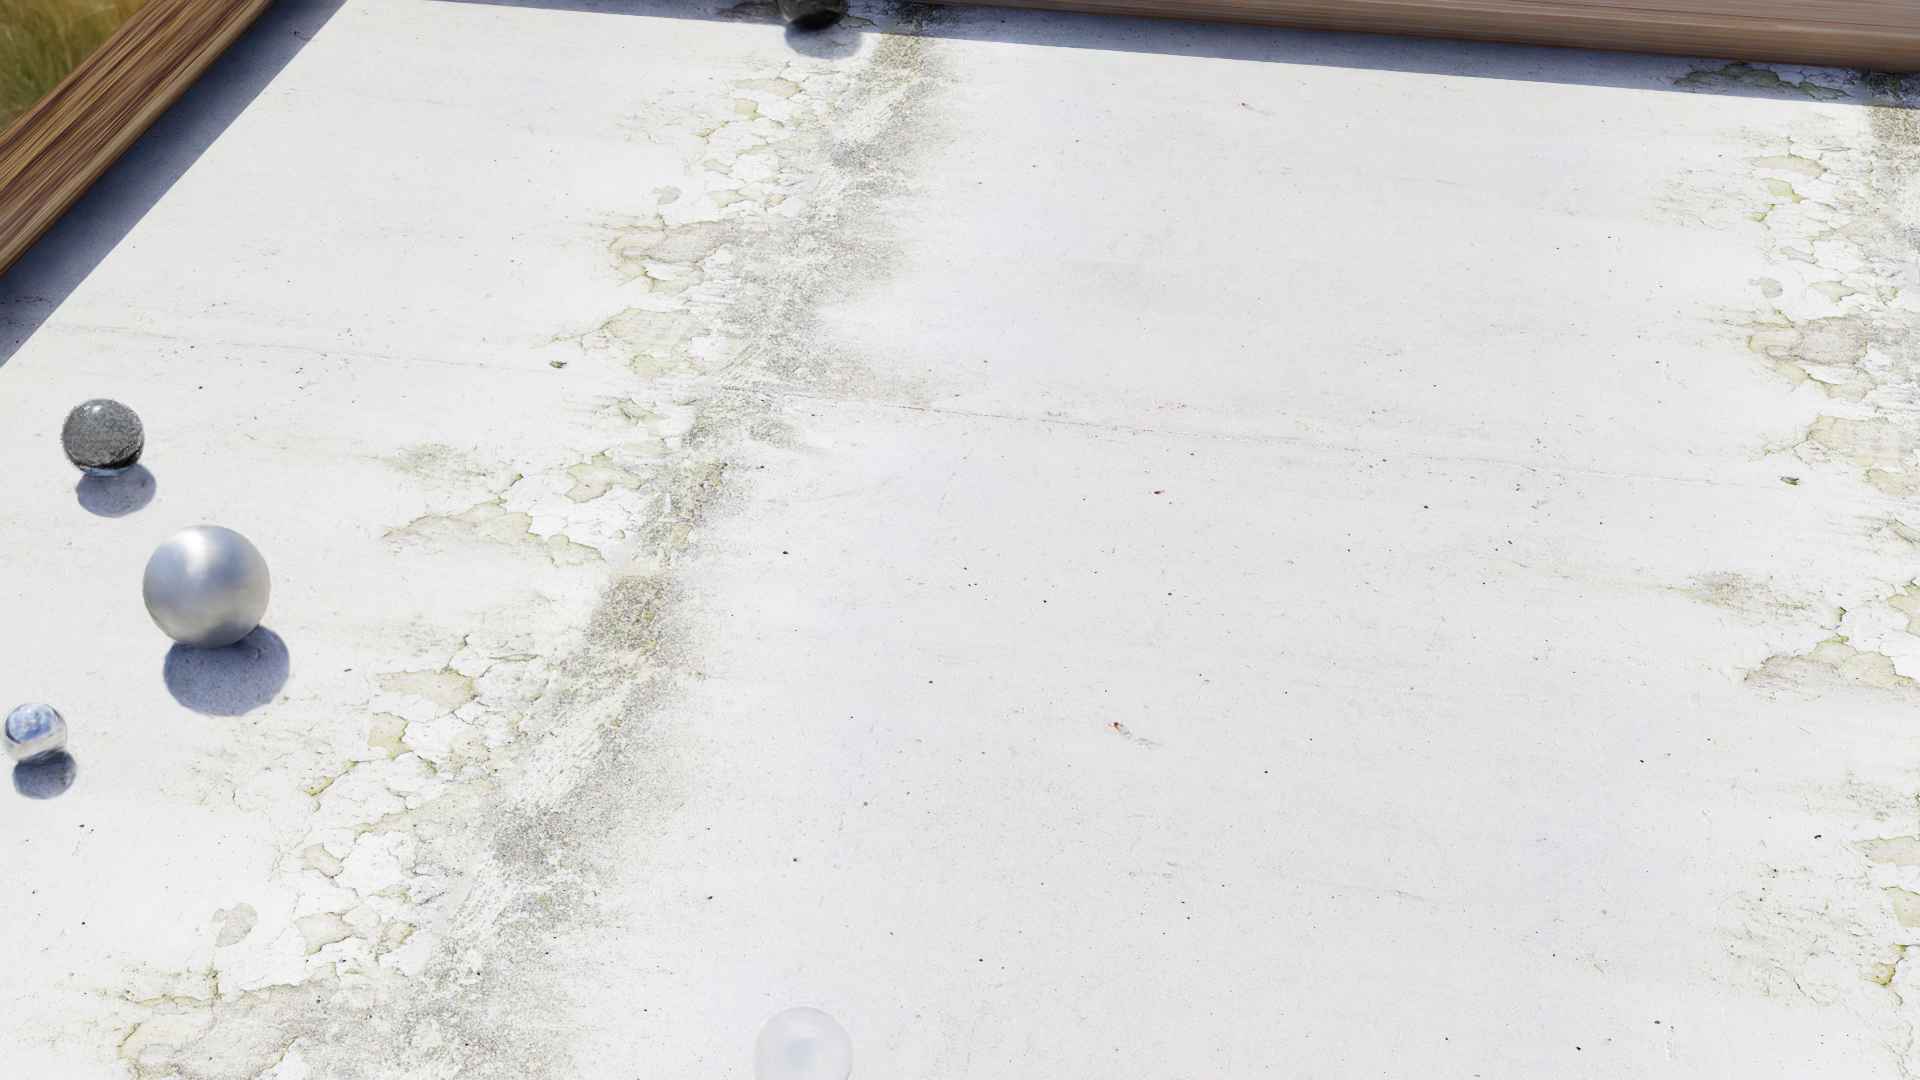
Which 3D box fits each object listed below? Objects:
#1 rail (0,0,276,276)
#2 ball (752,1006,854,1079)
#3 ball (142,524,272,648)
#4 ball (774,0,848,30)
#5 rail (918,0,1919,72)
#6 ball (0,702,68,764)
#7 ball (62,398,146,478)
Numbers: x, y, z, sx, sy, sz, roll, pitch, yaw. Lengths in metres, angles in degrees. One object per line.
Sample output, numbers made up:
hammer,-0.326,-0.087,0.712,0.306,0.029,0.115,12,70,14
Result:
rail,-0.879,-0.112,1.995,0.045,0.114,2.082,6,35,8
ball,-0.089,0.295,1.460,0.058,0.058,0.058,0,35,0
ball,-0.531,0.033,1.810,0.088,0.088,0.088,0,35,0
ball,-0.156,-0.578,2.696,0.082,0.082,0.082,0,35,0
rail,1.081,-0.501,2.556,3.665,0.114,0.045,6,35,8
ball,-0.617,0.129,1.712,0.042,0.042,0.042,0,35,0
ball,-0.666,-0.079,1.995,0.061,0.061,0.061,0,35,0
